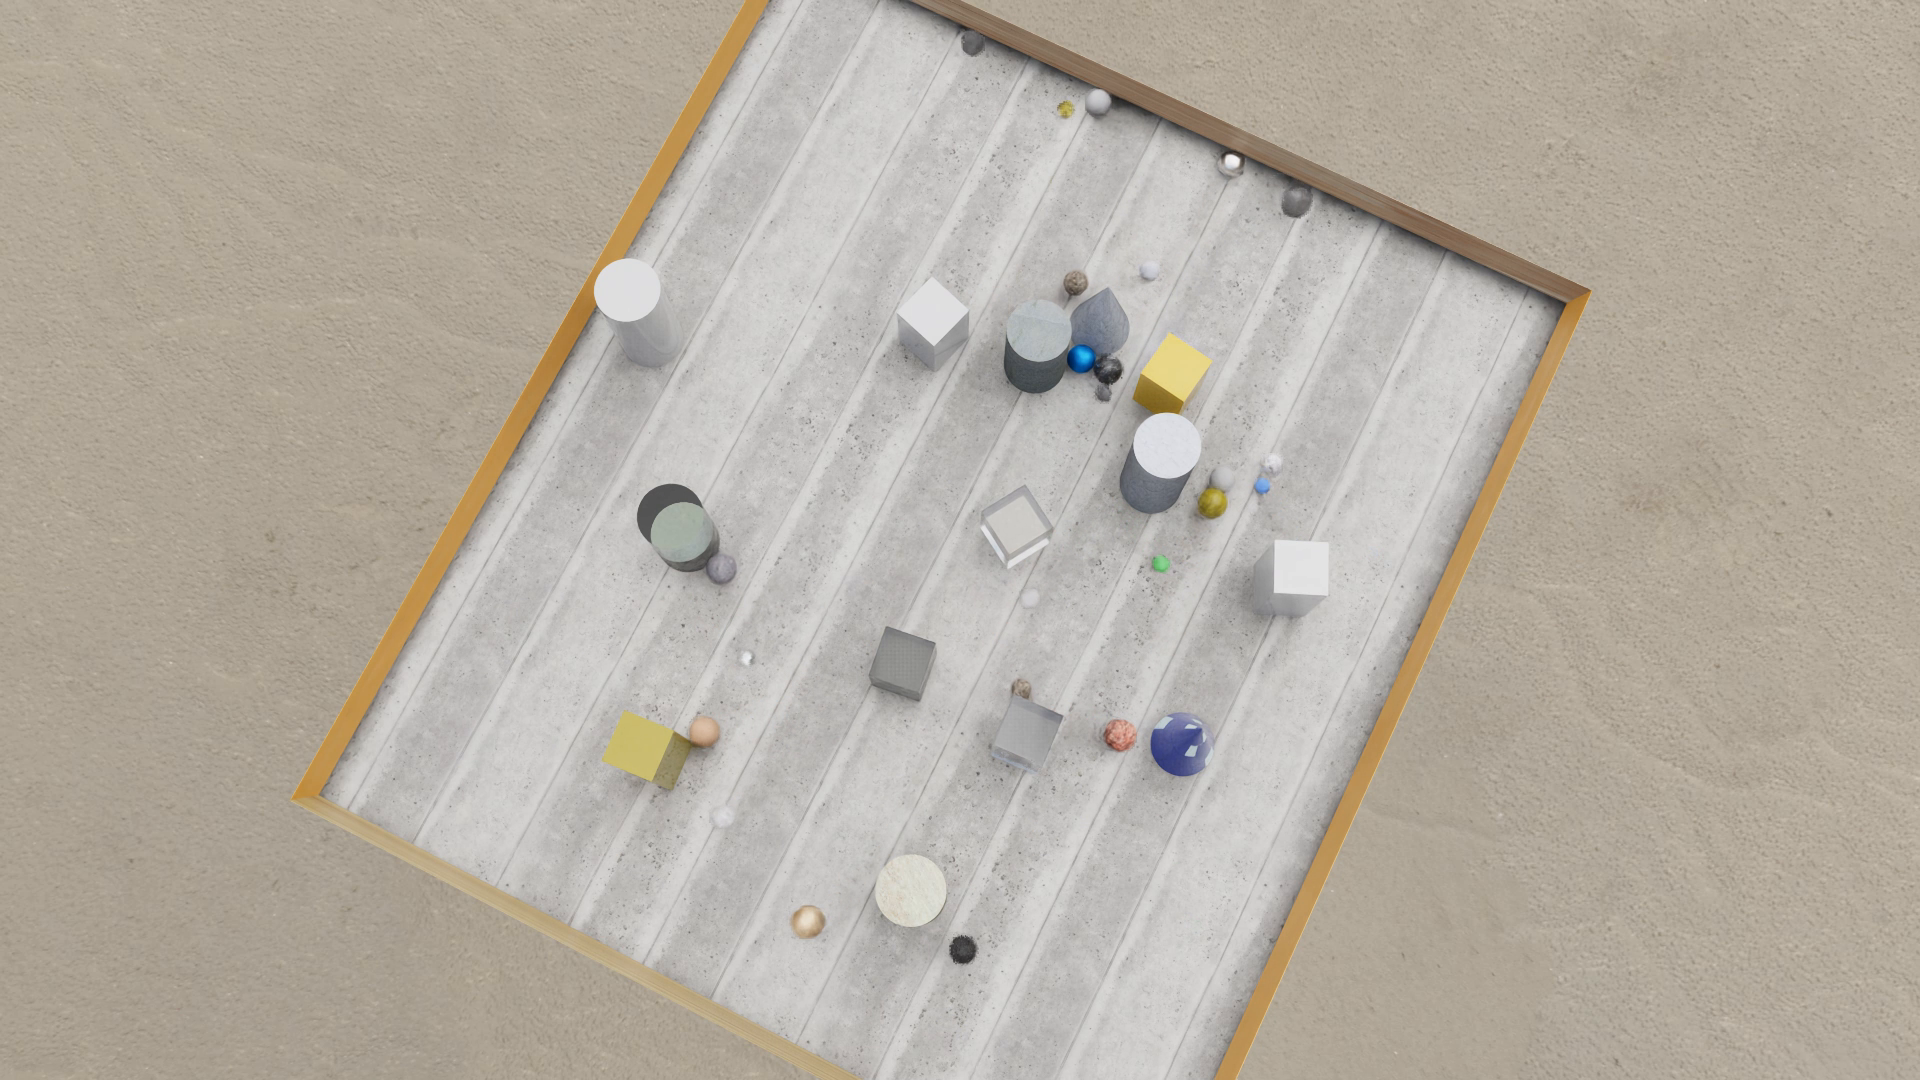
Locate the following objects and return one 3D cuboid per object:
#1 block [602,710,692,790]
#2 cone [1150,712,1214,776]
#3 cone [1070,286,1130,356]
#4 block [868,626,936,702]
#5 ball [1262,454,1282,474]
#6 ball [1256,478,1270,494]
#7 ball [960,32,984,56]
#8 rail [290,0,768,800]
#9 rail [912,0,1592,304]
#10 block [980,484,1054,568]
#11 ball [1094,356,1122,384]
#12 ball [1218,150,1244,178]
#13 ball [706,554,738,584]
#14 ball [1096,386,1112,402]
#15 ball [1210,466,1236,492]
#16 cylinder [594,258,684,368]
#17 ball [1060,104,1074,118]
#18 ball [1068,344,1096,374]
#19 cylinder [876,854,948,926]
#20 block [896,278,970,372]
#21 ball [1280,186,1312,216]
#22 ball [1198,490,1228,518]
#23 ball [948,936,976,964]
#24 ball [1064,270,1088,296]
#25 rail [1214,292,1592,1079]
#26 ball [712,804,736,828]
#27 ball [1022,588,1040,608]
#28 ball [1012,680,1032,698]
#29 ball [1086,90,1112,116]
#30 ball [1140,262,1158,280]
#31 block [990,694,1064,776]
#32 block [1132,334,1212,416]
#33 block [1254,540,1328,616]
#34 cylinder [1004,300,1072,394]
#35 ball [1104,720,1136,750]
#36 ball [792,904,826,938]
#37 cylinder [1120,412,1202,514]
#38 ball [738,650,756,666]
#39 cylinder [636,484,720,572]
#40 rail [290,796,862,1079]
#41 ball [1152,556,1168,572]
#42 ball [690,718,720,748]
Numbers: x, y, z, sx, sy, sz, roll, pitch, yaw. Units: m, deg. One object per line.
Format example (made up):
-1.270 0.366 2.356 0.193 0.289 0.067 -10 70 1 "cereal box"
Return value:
-0.899 0.612 5.298 0.154 0.376 0.154 22 79 4 "block"
0.666 0.565 5.265 0.192 0.459 0.192 0 78 0 "cone"
0.437 -0.706 5.567 0.192 0.384 0.192 0 78 0 "cone"
-0.167 0.369 5.421 0.154 0.234 0.154 18 79 4 "block"
0.959 -0.234 5.635 0.059 0.059 0.059 0 78 0 "ball"
0.930 -0.165 5.627 0.046 0.046 0.046 0 78 0 "ball"
0.039 -1.602 5.909 0.075 0.075 0.075 0 78 0 "ball"
-1.228 -0.594 5.675 0.045 0.125 3.141 26 80 5 "rail"
0.692 -1.348 5.831 2.792 0.125 0.045 26 80 5 "rail"
0.169 -0.038 5.505 0.154 0.235 0.154 -32 80 -6 "block"
0.459 -0.528 5.680 0.090 0.090 0.090 0 78 0 "ball"
0.862 -1.195 5.821 0.083 0.083 0.083 0 78 0 "ball"
-0.722 0.086 5.551 0.093 0.093 0.093 0 78 0 "ball"
0.447 -0.453 5.686 0.048 0.048 0.048 0 78 0 "ball"
0.804 -0.185 5.614 0.079 0.079 0.079 0 78 0 "ball"
-0.964 -0.679 5.528 0.192 0.448 0.192 0 78 0 "cylinder"
0.342 -1.375 5.878 0.046 0.046 0.046 0 78 0 "ball"
0.377 -0.562 5.688 0.089 0.089 0.089 0 78 0 "ball"
-0.133 0.993 5.173 0.192 0.465 0.192 0 78 0 "cylinder"
-0.081 -0.657 5.615 0.154 0.268 0.154 43 81 8 "block"
1.061 -1.069 5.789 0.095 0.095 0.095 0 78 0 "ball"
0.771 -0.110 5.593 0.090 0.090 0.090 0 78 0 "ball"
0.008 1.192 5.329 0.080 0.080 0.080 0 78 0 "ball"
0.363 -0.804 5.743 0.077 0.077 0.077 0 78 0 "ball"
1.228 0.608 5.426 0.045 0.125 3.141 26 80 5 "rail"
-0.699 0.815 5.412 0.070 0.070 0.070 0 78 0 "ball"
0.215 0.176 5.550 0.059 0.059 0.059 0 78 0 "ball"
0.184 0.448 5.493 0.060 0.060 0.060 0 78 0 "ball"
0.445 -1.401 5.865 0.081 0.081 0.081 0 78 0 "ball"
0.594 -0.848 5.763 0.056 0.056 0.056 0 78 0 "ball"
0.192 0.569 5.321 0.154 0.348 0.154 23 79 5 "block"
0.644 -0.486 5.576 0.154 0.276 0.154 35 80 7 "block"
0.973 0.116 5.403 0.154 0.372 0.154 3 78 1 "block"
0.233 -0.584 5.566 0.192 0.335 0.192 0 78 0 "cylinder"
0.476 0.580 5.449 0.094 0.094 0.094 0 78 0 "ball"
-0.441 1.111 5.338 0.096 0.096 0.096 0 78 0 "ball"
0.588 -0.222 5.426 0.192 0.463 0.192 0 78 0 "cylinder"
-0.640 0.355 5.517 0.052 0.052 0.052 0 78 0 "ball"
-0.831 -0.032 5.436 0.192 0.366 0.192 0 78 0 "cylinder"
-0.692 1.362 5.270 2.792 0.125 0.045 26 80 5 "rail"
0.610 0.071 5.577 0.049 0.049 0.049 0 78 0 "ball"
-0.760 0.574 5.452 0.090 0.090 0.090 0 78 0 "ball"
